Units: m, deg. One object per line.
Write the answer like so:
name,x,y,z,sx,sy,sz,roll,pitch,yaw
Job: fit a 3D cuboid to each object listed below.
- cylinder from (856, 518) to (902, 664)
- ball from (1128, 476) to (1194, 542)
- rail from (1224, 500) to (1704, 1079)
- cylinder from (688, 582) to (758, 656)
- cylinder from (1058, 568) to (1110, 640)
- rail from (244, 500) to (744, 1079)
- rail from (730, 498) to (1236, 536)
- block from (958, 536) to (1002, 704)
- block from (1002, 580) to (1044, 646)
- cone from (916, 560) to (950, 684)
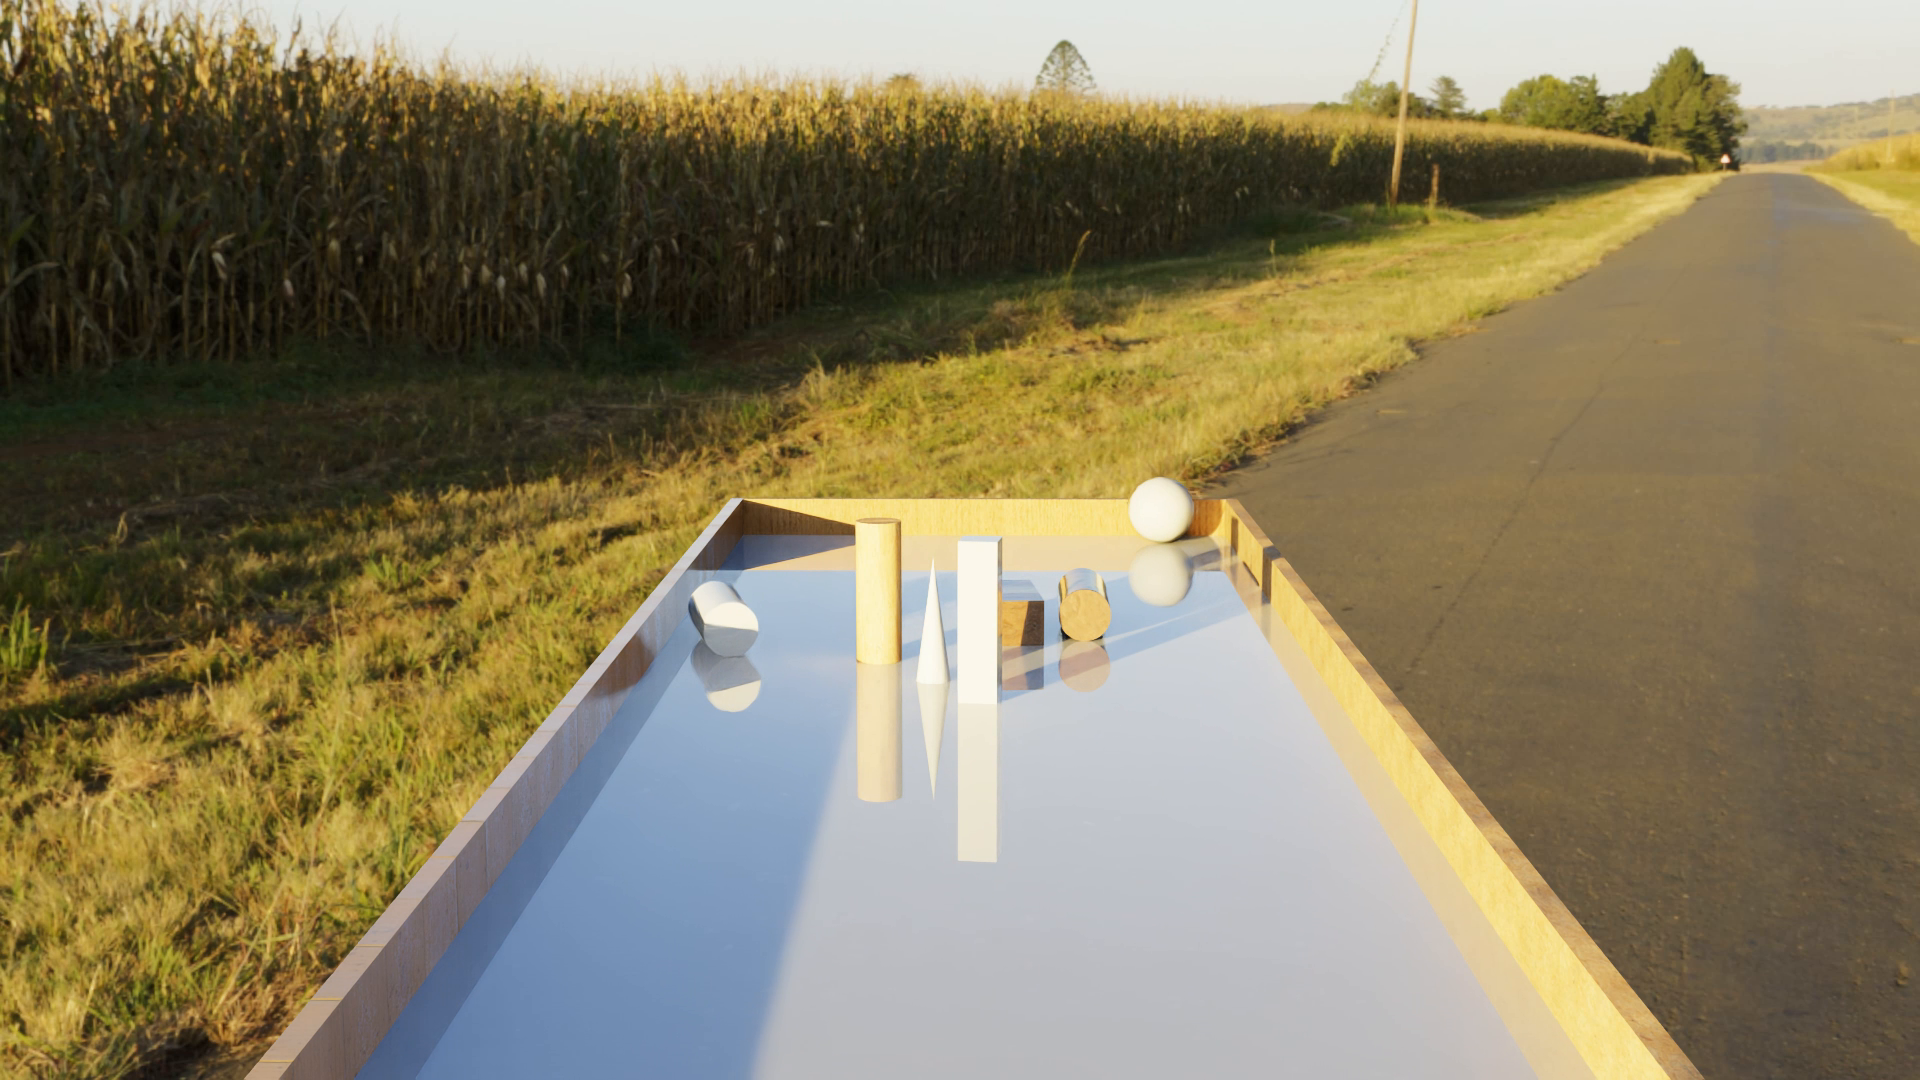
cylinder,-0.246,0.153,6.674,0.139,0.428,0.139,0,9,0
ball,0.817,-0.122,8.927,0.267,0.267,0.267,0,9,0
rail,1.046,0.843,3.208,0.050,0.150,12.000,0,9,1
cylinder,-0.745,0.245,6.910,0.171,0.171,0.379,-2,9,-13
cylinder,0.402,0.207,7.173,0.166,0.166,0.409,0,9,2
rail,-1.004,0.839,3.234,0.050,0.150,12.000,0,9,1
rail,0.099,-0.098,9.147,2.100,0.150,0.050,0,9,1
block,0.057,0.222,6.149,0.109,0.456,0.109,1,9,9
block,0.177,0.232,7.088,0.143,0.143,0.379,-1,9,-5
cone,-0.077,0.230,6.398,0.101,0.364,0.101,0,9,0
